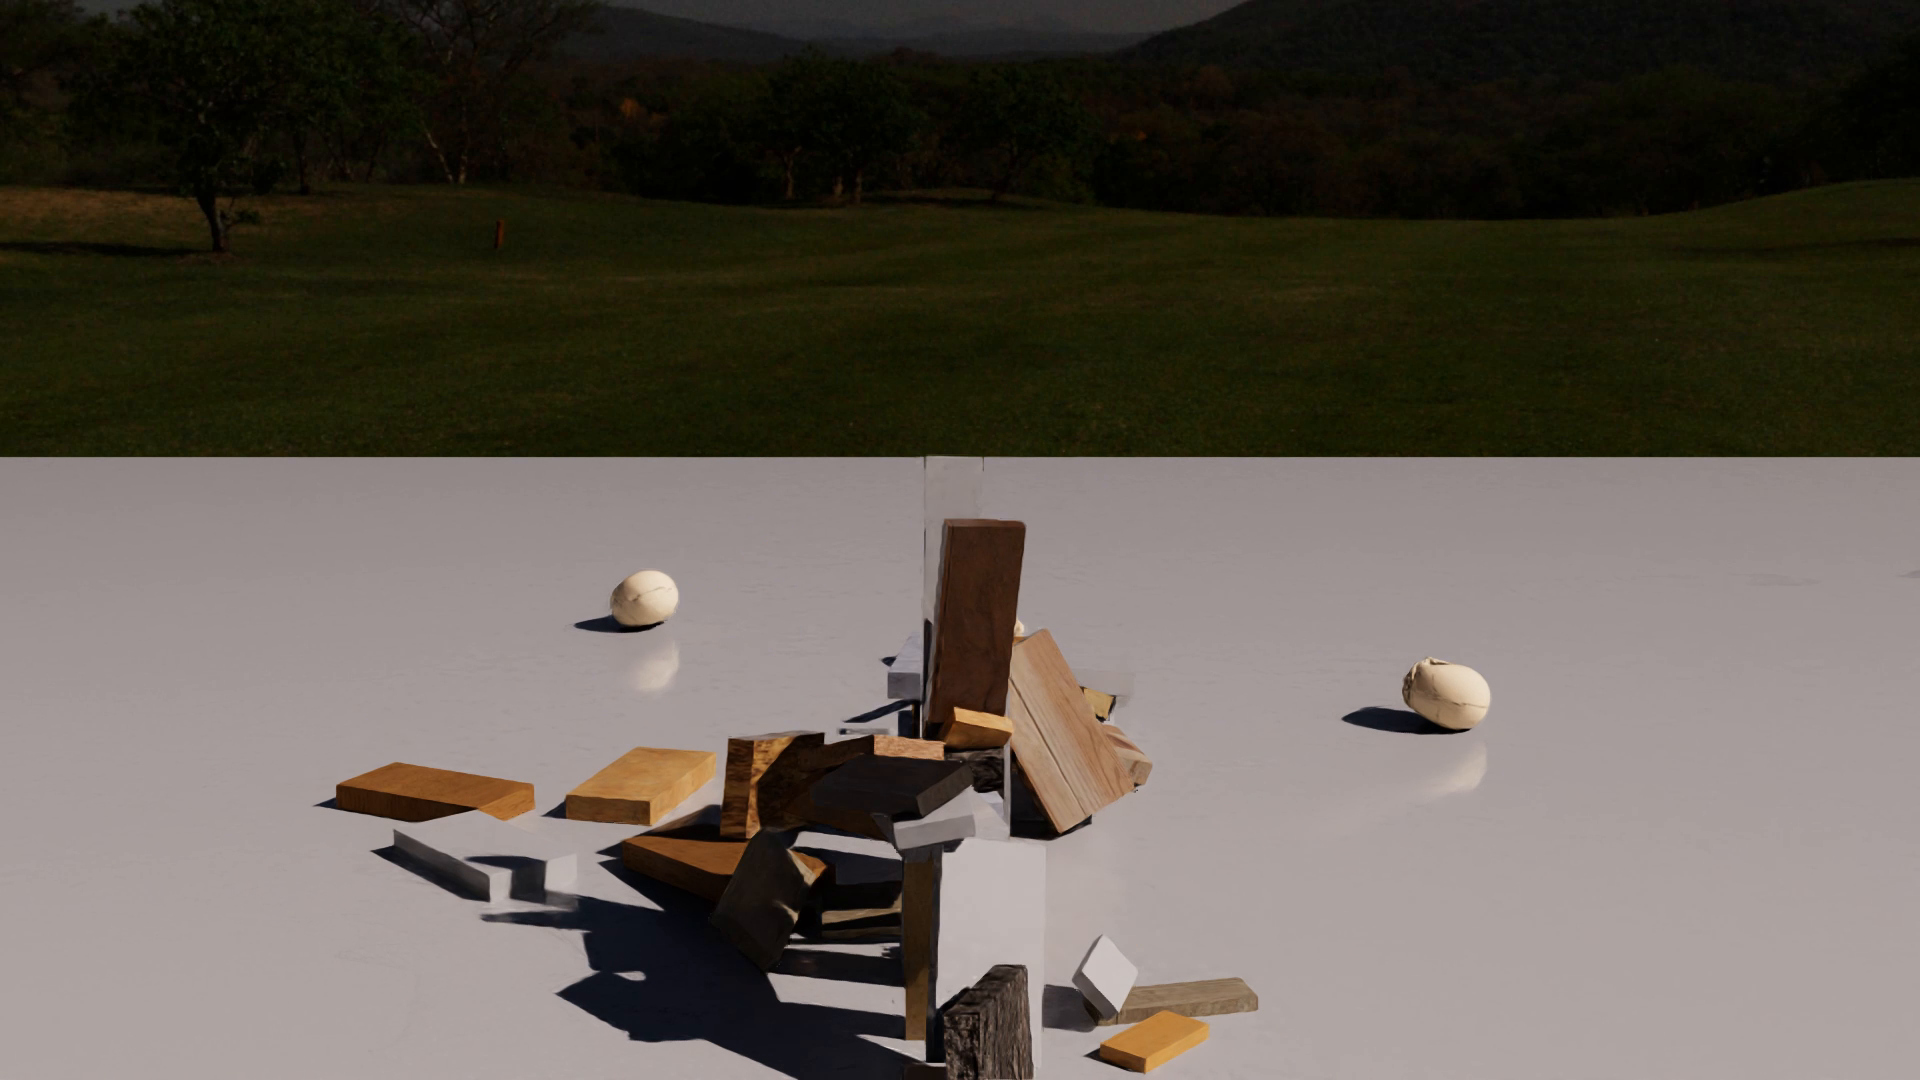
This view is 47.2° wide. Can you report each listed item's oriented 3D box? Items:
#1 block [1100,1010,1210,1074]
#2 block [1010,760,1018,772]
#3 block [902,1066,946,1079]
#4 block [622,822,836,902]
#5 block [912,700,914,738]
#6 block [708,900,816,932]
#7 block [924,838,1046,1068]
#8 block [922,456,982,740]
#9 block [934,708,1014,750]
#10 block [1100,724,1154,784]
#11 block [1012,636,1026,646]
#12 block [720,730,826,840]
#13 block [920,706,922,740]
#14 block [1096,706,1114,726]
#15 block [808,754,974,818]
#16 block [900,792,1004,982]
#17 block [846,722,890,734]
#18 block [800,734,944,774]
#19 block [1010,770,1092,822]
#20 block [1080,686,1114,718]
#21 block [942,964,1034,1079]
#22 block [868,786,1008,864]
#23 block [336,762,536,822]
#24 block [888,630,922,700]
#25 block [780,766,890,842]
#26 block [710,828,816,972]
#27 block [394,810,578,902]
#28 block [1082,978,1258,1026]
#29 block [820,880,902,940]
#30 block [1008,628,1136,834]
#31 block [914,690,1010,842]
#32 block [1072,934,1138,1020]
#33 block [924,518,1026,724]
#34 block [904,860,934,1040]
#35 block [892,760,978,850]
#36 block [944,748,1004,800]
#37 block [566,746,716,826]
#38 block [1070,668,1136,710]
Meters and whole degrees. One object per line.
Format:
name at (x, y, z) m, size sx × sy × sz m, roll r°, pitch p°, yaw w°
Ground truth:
block at (0.270, 0.694, 3.047) m, size 0.077 × 0.022 × 0.154 m, roll 9°, pitch 14°, yaw 39°
block at (0.080, 0.435, 4.229) m, size 0.058 × 0.016 × 0.115 m, roll 15°, pitch 35°, yaw 31°
block at (-0.002, 0.717, 2.588) m, size 0.145 × 0.041 × 0.616 m, roll 0°, pitch 1°, yaw 0°
block at (-0.392, 0.545, 3.680) m, size 0.167 × 0.047 × 0.422 m, roll -8°, pitch 8°, yaw -35°
block at (-0.004, 0.380, 3.914) m, size 0.161 × 0.322 × 0.046 m, roll 1°, pitch 9°, yaw 3°
block at (-0.321, 0.599, 3.556) m, size 0.169 × 0.024 × 0.085 m, roll 10°, pitch 14°, yaw 42°
block at (0.035, 0.544, 2.900) m, size 0.145 × 0.290 × 0.041 m, roll 8°, pitch -20°, yaw -15°
block at (-0.013, 0.089, 3.301) m, size 0.085 × 0.428 × 0.024 m, roll 1°, pitch 2°, yaw -5°
block at (0.000, 0.326, 3.295) m, size 0.092 × 0.184 × 0.026 m, roll 13°, pitch 43°, yaw -20°
block at (0.196, 0.388, 4.270) m, size 0.329 × 0.047 × 0.165 m, roll 15°, pitch 15°, yaw -27°
block at (0.095, 0.295, 4.374) m, size 0.030 × 0.210 × 0.105 m, roll 3°, pitch -3°, yaw 19°
block at (-0.328, 0.429, 3.893) m, size 0.047 × 0.167 × 0.334 m, roll 5°, pitch -1°, yaw 18°
block at (-0.004, 0.380, 3.582) m, size 0.122 × 0.035 × 0.245 m, roll -1°, pitch 53°, yaw 0°
block at (0.192, 0.417, 4.473) m, size 0.165 × 0.047 × 0.499 m, roll 3°, pitch 11°, yaw 13°
block at (-0.095, 0.334, 3.002) m, size 0.213 × 0.030 × 0.107 m, roll -1°, pitch 20°, yaw 45°
block at (-0.012, 0.519, 3.264) m, size 0.143 × 0.285 × 0.040 m, roll -3°, pitch 16°, yaw -15°
block at (-0.195, 0.400, 4.657) m, size 0.093 × 0.013 × 0.046 m, roll 0°, pitch 11°, yaw 2°
block at (-0.131, 0.319, 3.230) m, size 0.115 × 0.033 × 0.230 m, roll 9°, pitch -15°, yaw -30°
block at (0.157, 0.473, 4.054) m, size 0.174 × 0.087 × 0.025 m, roll 1°, pitch 5°, yaw 7°
block at (0.268, 0.326, 4.411) m, size 0.013 × 0.046 × 0.093 m, roll 13°, pitch -6°, yaw 44°
block at (0.037, 0.621, 2.692) m, size 0.041 × 0.145 × 0.290 m, roll -4°, pitch 0°, yaw 13°
block at (-0.041, 0.384, 3.094) m, size 0.143 × 0.040 × 0.285 m, roll -3°, pitch 11°, yaw -15°
block at (-0.984, 0.481, 4.127) m, size 0.332 × 0.047 × 0.166 m, roll 5°, pitch 12°, yaw 26°
block at (-0.022, 0.214, 3.789) m, size 0.161 × 0.046 × 0.322 m, roll 1°, pitch 10°, yaw 6°
block at (-0.152, 0.400, 3.308) m, size 0.213 × 0.030 × 0.107 m, roll 22°, pitch -40°, yaw -36°
block at (-0.301, 0.551, 3.388) m, size 0.033 × 0.115 × 0.230 m, roll -40°, pitch 12°, yaw 25°
block at (-0.823, 0.542, 3.798) m, size 0.166 × 0.047 × 0.332 m, roll -9°, pitch 14°, yaw -41°
block at (0.305, 0.669, 3.186) m, size 0.241 × 0.022 × 0.077 m, roll -3°, pitch 11°, yaw -14°
block at (-0.132, 0.582, 3.471) m, size 0.169 × 0.024 × 0.085 m, roll -5°, pitch 46°, yaw 6°
block at (0.162, 0.345, 3.976) m, size 0.166 × 0.332 × 0.047 m, roll -29°, pitch 1°, yaw -16°
block at (0.004, 0.416, 3.717) m, size 0.161 × 0.322 × 0.046 m, roll 0°, pitch 5°, yaw -1°
block at (0.209, 0.627, 3.160) m, size 0.022 × 0.077 × 0.154 m, roll -44°, pitch -3°, yaw 18°
block at (0.021, 0.121, 3.226) m, size 0.115 × 0.310 × 0.033 m, roll 1°, pitch 20°, yaw -13°
block at (-0.005, 0.556, 3.063) m, size 0.143 × 0.285 × 0.040 m, roll 0°, pitch 14°, yaw 0°
block at (-0.040, 0.359, 2.990) m, size 0.107 × 0.030 × 0.213 m, roll -11°, pitch 14°, yaw -2°
block at (0.018, 0.463, 3.353) m, size 0.092 × 0.359 × 0.026 m, roll -3°, pitch 35°, yaw -4°
block at (-0.604, 0.467, 4.200) m, size 0.167 × 0.047 × 0.334 m, roll 3°, pitch 11°, yaw 14°
block at (0.272, 0.312, 4.607) m, size 0.165 × 0.047 × 0.329 m, roll 4°, pitch -9°, yaw 1°
